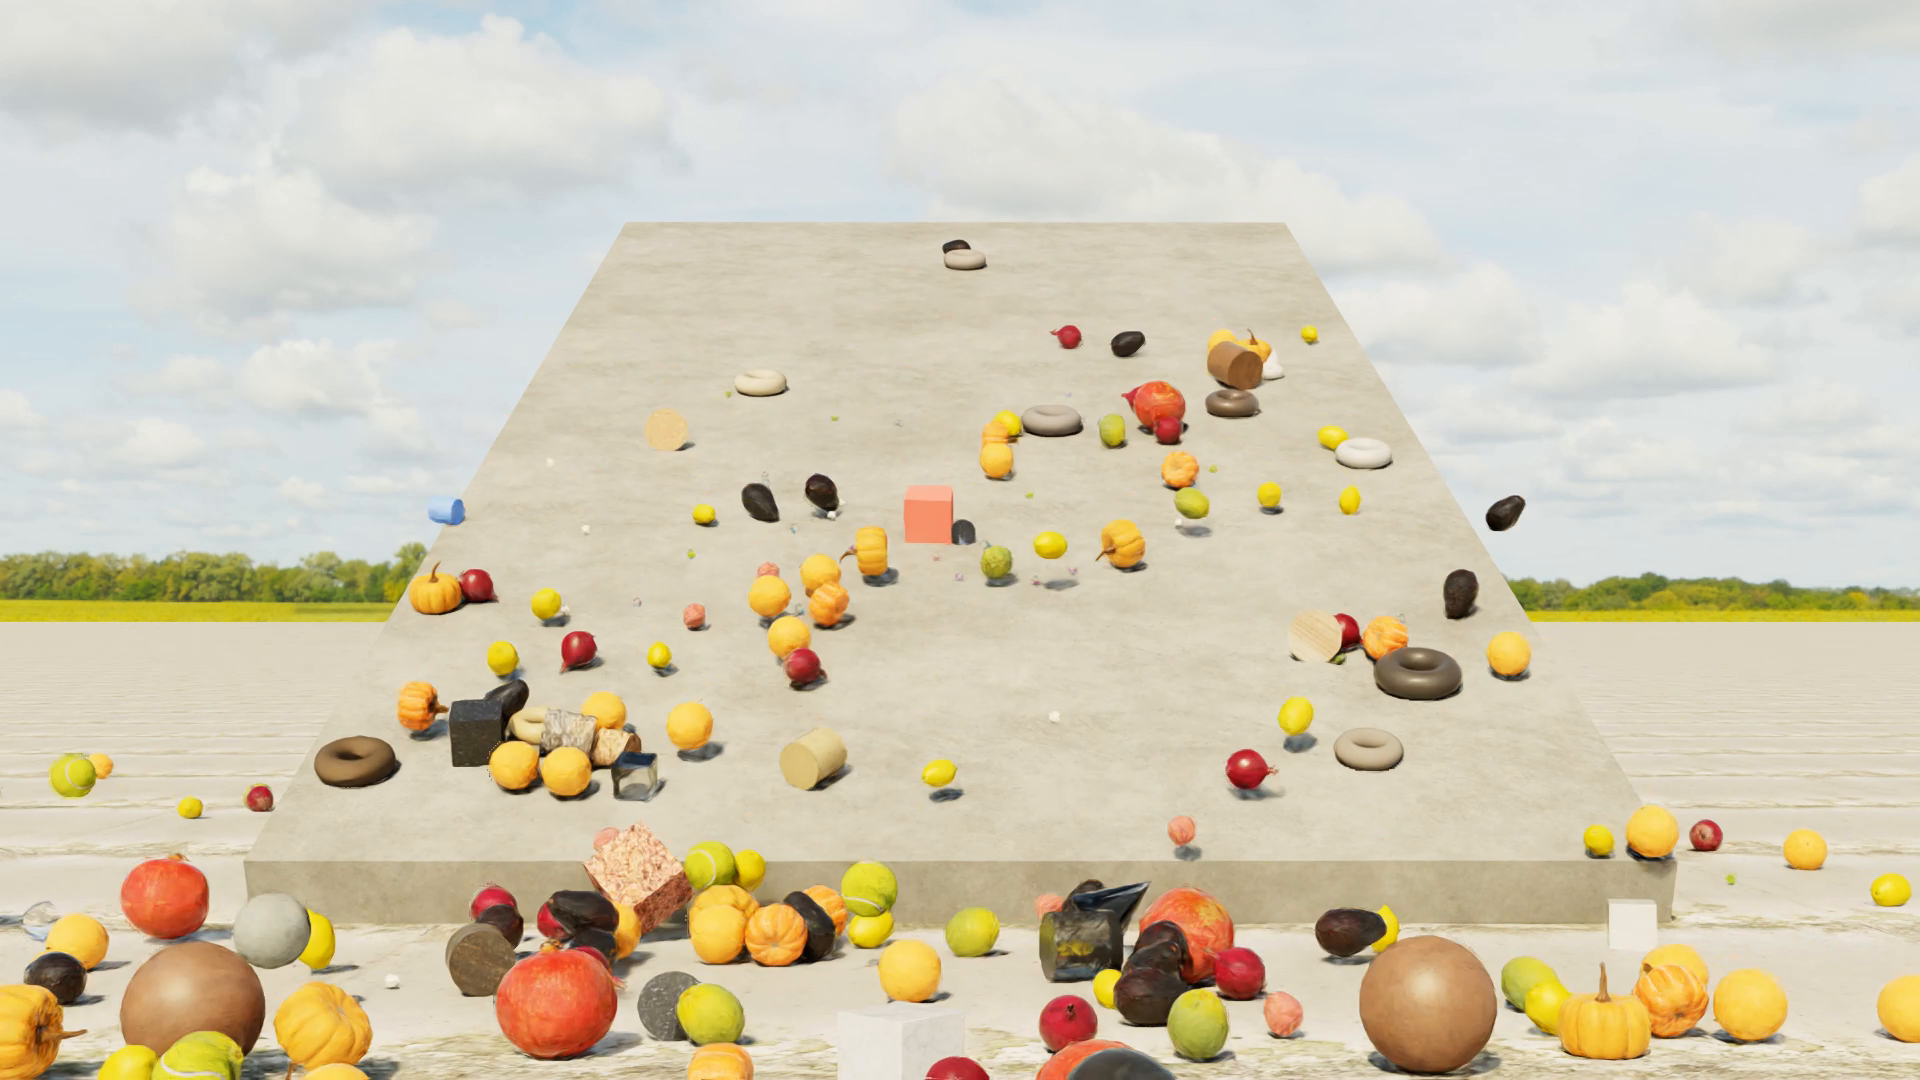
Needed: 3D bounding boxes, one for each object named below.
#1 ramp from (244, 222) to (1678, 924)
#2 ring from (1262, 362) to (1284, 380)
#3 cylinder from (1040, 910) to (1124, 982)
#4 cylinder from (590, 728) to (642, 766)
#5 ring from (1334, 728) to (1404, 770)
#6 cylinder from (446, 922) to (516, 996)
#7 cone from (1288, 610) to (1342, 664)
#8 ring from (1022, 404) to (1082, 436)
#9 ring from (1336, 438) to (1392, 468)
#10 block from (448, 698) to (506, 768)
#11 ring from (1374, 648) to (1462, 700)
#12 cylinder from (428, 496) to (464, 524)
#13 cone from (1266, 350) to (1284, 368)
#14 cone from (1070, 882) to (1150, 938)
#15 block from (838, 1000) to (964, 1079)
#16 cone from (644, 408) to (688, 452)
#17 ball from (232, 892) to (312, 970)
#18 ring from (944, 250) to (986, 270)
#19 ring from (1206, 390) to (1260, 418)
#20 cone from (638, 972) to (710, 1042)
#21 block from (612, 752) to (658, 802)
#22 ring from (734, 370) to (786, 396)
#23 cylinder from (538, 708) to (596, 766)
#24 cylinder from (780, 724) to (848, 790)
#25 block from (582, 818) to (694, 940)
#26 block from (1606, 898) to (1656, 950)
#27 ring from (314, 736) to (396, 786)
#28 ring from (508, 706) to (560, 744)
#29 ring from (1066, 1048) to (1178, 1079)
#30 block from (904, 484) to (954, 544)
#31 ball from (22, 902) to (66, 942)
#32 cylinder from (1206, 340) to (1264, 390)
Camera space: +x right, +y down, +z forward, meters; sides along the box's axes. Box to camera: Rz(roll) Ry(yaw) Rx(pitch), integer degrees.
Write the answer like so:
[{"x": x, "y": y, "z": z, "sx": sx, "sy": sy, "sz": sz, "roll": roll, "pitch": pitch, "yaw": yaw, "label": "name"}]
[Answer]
[{"x": -0.005, "y": -0.212, "z": 5.063, "sx": 2.000, "sy": 0.100, "sz": 4.000, "roll": 0, "pitch": 21, "yaw": 0, "label": "ramp"}, {"x": 0.729, "y": -0.399, "z": 5.383, "sx": 0.077, "sy": 0.026, "sz": 0.077, "roll": -1, "pitch": 21, "yaw": 0, "label": "ring"}, {"x": 0.144, "y": 0.484, "z": 2.718, "sx": 0.081, "sy": 0.081, "sz": 0.081, "roll": 1, "pitch": -2, "yaw": -13, "label": "cylinder"}, {"x": -0.520, "y": 0.316, "z": 3.442, "sx": 0.055, "sy": 0.055, "sz": 0.055, "roll": 8, "pitch": 1, "yaw": 20, "label": "cylinder"}, {"x": 0.622, "y": 0.319, "z": 3.470, "sx": 0.104, "sy": 0.035, "sz": 0.104, "roll": -1, "pitch": 22, "yaw": 0, "label": "ring"}, {"x": -0.555, "y": 0.484, "z": 2.633, "sx": 0.075, "sy": 0.075, "sz": 0.075, "roll": 1, "pitch": -2, "yaw": -16, "label": "cylinder"}, {"x": 0.595, "y": 0.167, "z": 3.862, "sx": 0.092, "sy": 0.092, "sz": 0.092, "roll": 0, "pitch": -6, "yaw": 1, "label": "cone"}, {"x": 0.200, "y": -0.263, "z": 4.996, "sx": 0.133, "sy": 0.044, "sz": 0.133, "roll": 1, "pitch": 20, "yaw": 0, "label": "ring"}, {"x": 0.850, "y": -0.182, "z": 4.790, "sx": 0.119, "sy": 0.040, "sz": 0.119, "roll": -1, "pitch": 21, "yaw": 0, "label": "ring"}, {"x": -0.734, "y": 0.294, "z": 3.469, "sx": 0.077, "sy": 0.077, "sz": 0.077, "roll": -3, "pitch": 21, "yaw": -8, "label": "block"}, {"x": 0.748, "y": 0.218, "z": 3.720, "sx": 0.141, "sy": 0.047, "sz": 0.141, "roll": -1, "pitch": 22, "yaw": 0, "label": "ring"}, {"x": -1.000, "y": -0.057, "z": 4.434, "sx": 0.051, "sy": 0.051, "sz": 0.051, "roll": 7, "pitch": 0, "yaw": 19, "label": "cylinder"}, {"x": 0.748, "y": -0.432, "z": 5.430, "sx": 0.054, "sy": 0.054, "sz": 0.054, "roll": 0, "pitch": 21, "yaw": 0, "label": "cone"}, {"x": 0.206, "y": 0.463, "z": 2.905, "sx": 0.095, "sy": 0.095, "sz": 0.095, "roll": -36, "pitch": 1, "yaw": -5, "label": "cone"}, {"x": -0.053, "y": 0.462, "z": 2.037, "sx": 0.080, "sy": 0.080, "sz": 0.080, "roll": -2, "pitch": -3, "yaw": 43, "label": "block"}, {"x": -0.626, "y": -0.230, "z": 4.903, "sx": 0.095, "sy": 0.095, "sz": 0.095, "roll": 0, "pitch": -6, "yaw": 1, "label": "cone"}, {"x": -0.743, "y": 0.422, "z": 2.458, "sx": 0.082, "sy": 0.082, "sz": 0.082, "roll": 0, "pitch": -2, "yaw": 0, "label": "ball"}, {"x": 0.013, "y": -0.786, "z": 6.386, "sx": 0.120, "sy": 0.040, "sz": 0.120, "roll": 1, "pitch": 20, "yaw": 0, "label": "ring"}, {"x": 0.612, "y": -0.307, "z": 5.117, "sx": 0.122, "sy": 0.041, "sz": 0.122, "roll": 1, "pitch": 20, "yaw": 0, "label": "ring"}, {"x": -0.300, "y": 0.497, "z": 2.371, "sx": 0.074, "sy": 0.074, "sz": 0.074, "roll": 0, "pitch": -29, "yaw": -10, "label": "cone"}, {"x": -0.479, "y": 0.349, "z": 3.356, "sx": 0.053, "sy": 0.053, "sz": 0.053, "roll": 3, "pitch": 21, "yaw": 8, "label": "block"}, {"x": -0.461, "y": -0.365, "z": 5.266, "sx": 0.122, "sy": 0.041, "sz": 0.122, "roll": 1, "pitch": 20, "yaw": 0, "label": "ring"}, {"x": -0.592, "y": 0.297, "z": 3.437, "sx": 0.074, "sy": 0.074, "sz": 0.074, "roll": 11, "pitch": -3, "yaw": -8, "label": "cylinder"}, {"x": -0.219, "y": 0.324, "z": 3.397, "sx": 0.072, "sy": 0.072, "sz": 0.072, "roll": -2, "pitch": 25, "yaw": 42, "label": "cylinder"}, {"x": -0.428, "y": 0.453, "z": 3.036, "sx": 0.096, "sy": 0.096, "sz": 0.096, "roll": -37, "pitch": -26, "yaw": -17, "label": "block"}, {"x": 0.881, "y": 0.504, "z": 2.986, "sx": 0.059, "sy": 0.059, "sz": 0.059, "roll": 0, "pitch": -2, "yaw": 13, "label": "block"}, {"x": -0.909, "y": 0.332, "z": 3.419, "sx": 0.120, "sy": 0.040, "sz": 0.120, "roll": 1, "pitch": 22, "yaw": 0, "label": "ring"}, {"x": -0.654, "y": 0.289, "z": 3.546, "sx": 0.099, "sy": 0.033, "sz": 0.099, "roll": 1, "pitch": 20, "yaw": 0, "label": "ring"}, {"x": 0.118, "y": 0.418, "z": 1.556, "sx": 0.048, "sy": 0.143, "sz": 0.143, "roll": -29, "pitch": -19, "yaw": 36, "label": "ring"}, {"x": -0.059, "y": -0.049, "z": 4.364, "sx": 0.088, "sy": 0.088, "sz": 0.088, "roll": 1, "pitch": 21, "yaw": 3, "label": "block"}, {"x": -1.219, "y": 0.508, "z": 3.029, "sx": 0.054, "sy": 0.054, "sz": 0.054, "roll": 0, "pitch": -2, "yaw": 0, "label": "ball"}, {"x": 0.640, "y": -0.406, "z": 5.304, "sx": 0.095, "sy": 0.095, "sz": 0.095, "roll": 1, "pitch": 18, "yaw": -27, "label": "cylinder"}]
